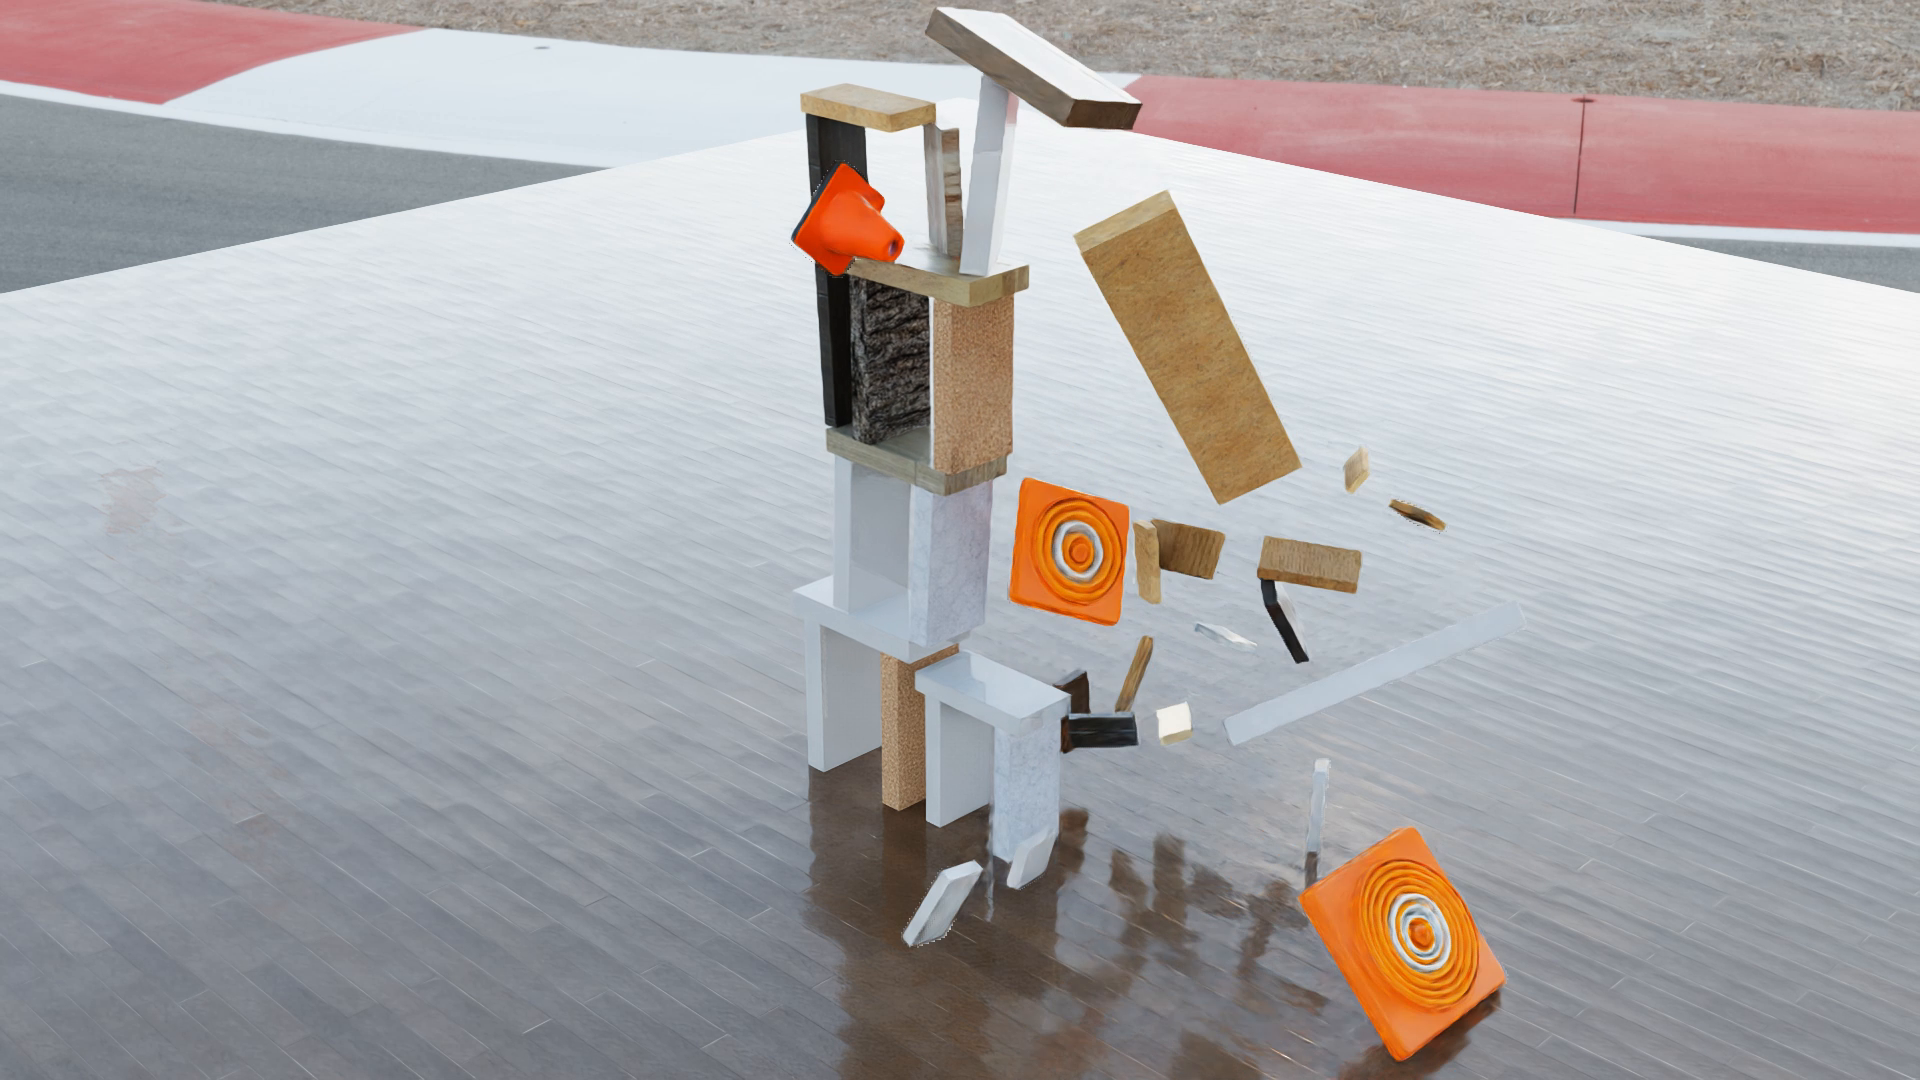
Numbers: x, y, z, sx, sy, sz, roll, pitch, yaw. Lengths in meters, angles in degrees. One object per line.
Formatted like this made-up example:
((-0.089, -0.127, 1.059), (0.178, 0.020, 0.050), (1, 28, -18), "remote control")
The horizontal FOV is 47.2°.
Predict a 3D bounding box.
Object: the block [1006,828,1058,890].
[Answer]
((0.137, 0.603, 4.172), (0.023, 0.082, 0.165), (20, 11, 18), "block")

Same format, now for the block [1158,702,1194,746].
((0.431, 0.368, 4.407), (0.064, 0.018, 0.264), (-17, 5, 6), "block")

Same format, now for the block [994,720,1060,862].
((0.130, 0.472, 4.284), (0.142, 0.284, 0.040), (-21, 31, -40), "block")

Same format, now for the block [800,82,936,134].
((-0.170, -0.797, 4.051), (0.237, 0.034, 0.118), (21, 33, 38), "block")

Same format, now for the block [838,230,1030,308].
((-0.050, -0.505, 4.075), (0.329, 0.047, 0.165), (20, 30, 38), "block")

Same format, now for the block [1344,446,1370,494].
((0.749, -0.133, 4.149), (0.015, 0.054, 0.109), (33, 26, -10), "block")

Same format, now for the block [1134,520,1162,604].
((0.385, 0.046, 4.507), (0.023, 0.160, 0.080), (-9, 14, -14), "block")

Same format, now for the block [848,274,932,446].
((-0.133, -0.362, 4.218), (0.047, 0.329, 0.165), (21, 30, 41), "block")

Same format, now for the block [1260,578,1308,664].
((0.655, 0.150, 4.451), (0.028, 0.231, 0.097), (-17, 52, 16), "block")

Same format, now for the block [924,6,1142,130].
((0.125, -0.815, 3.798), (0.180, 0.051, 0.360), (-9, 40, -47), "block")

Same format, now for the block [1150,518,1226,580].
((0.454, 0.018, 4.509), (0.028, 0.097, 0.194), (20, -4, -38), "block")

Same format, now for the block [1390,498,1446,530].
((0.859, -0.047, 4.132), (0.054, 0.015, 0.109), (30, -1, -28), "block")

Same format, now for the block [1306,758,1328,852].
((0.700, 0.520, 4.306), (0.023, 0.165, 0.082), (6, 11, 11), "block")

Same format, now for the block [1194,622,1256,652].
((0.544, 0.200, 4.508), (0.064, 0.018, 0.128), (10, 11, -32), "block")

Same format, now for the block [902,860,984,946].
((-0.030, 0.613, 3.713), (0.082, 0.165, 0.023), (-10, 48, -47), "block")

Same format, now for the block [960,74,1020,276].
((0.057, -0.674, 3.954), (0.051, 0.360, 0.180), (9, 24, 6), "block")

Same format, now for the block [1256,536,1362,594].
((0.690, 0.048, 4.338), (0.194, 0.028, 0.097), (9, 42, 10), "block")

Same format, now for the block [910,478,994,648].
((-0.017, 0.031, 4.263), (0.047, 0.330, 0.165), (25, 33, 38), "block")

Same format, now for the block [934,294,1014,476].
((0.026, -0.300, 4.079), (0.047, 0.329, 0.165), (21, 31, 40), "block")

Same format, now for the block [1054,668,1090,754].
((0.232, 0.352, 4.525), (0.023, 0.160, 0.080), (19, 35, 40), "block")

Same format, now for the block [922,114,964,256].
((-0.030, -0.657, 4.068), (0.034, 0.237, 0.118), (-10, 25, -15), "block")

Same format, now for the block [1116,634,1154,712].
((0.355, 0.280, 4.472), (0.023, 0.160, 0.080), (19, -16, 11), "block")

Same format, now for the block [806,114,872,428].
((-0.223, -0.523, 4.230), (0.118, 0.613, 0.034), (-23, 30, -40), "block")

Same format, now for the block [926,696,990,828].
((-0.004, 0.420, 4.407), (0.142, 0.284, 0.040), (-21, 31, -41), "block")

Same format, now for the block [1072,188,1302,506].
((0.433, -0.335, 4.052), (0.180, 0.776, 0.051), (-25, 49, 10), "block")

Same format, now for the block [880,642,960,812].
((-0.080, 0.362, 4.468), (0.049, 0.344, 0.172), (21, 31, 41), "block")

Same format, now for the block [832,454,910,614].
((-0.176, -0.032, 4.406), (0.047, 0.330, 0.165), (24, 33, 39), "block")

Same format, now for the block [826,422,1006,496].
((-0.087, -0.172, 4.254), (0.330, 0.047, 0.165), (22, 31, 40), "block")

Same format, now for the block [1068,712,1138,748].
((0.272, 0.361, 4.175), (0.128, 0.064, 0.018), (-3, 24, 10), "block")

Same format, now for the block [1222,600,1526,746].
((0.829, 0.265, 4.397), (0.650, 0.054, 0.015), (-21, -5, -8), "block")

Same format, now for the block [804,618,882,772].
((-0.242, 0.299, 4.617), (0.049, 0.344, 0.172), (21, 31, 41), "block")

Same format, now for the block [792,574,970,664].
((-0.161, 0.149, 4.466), (0.344, 0.049, 0.172), (21, 31, 40), "block")

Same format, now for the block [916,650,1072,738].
((0.063, 0.297, 4.282), (0.284, 0.040, 0.142), (21, 31, 41), "block")
